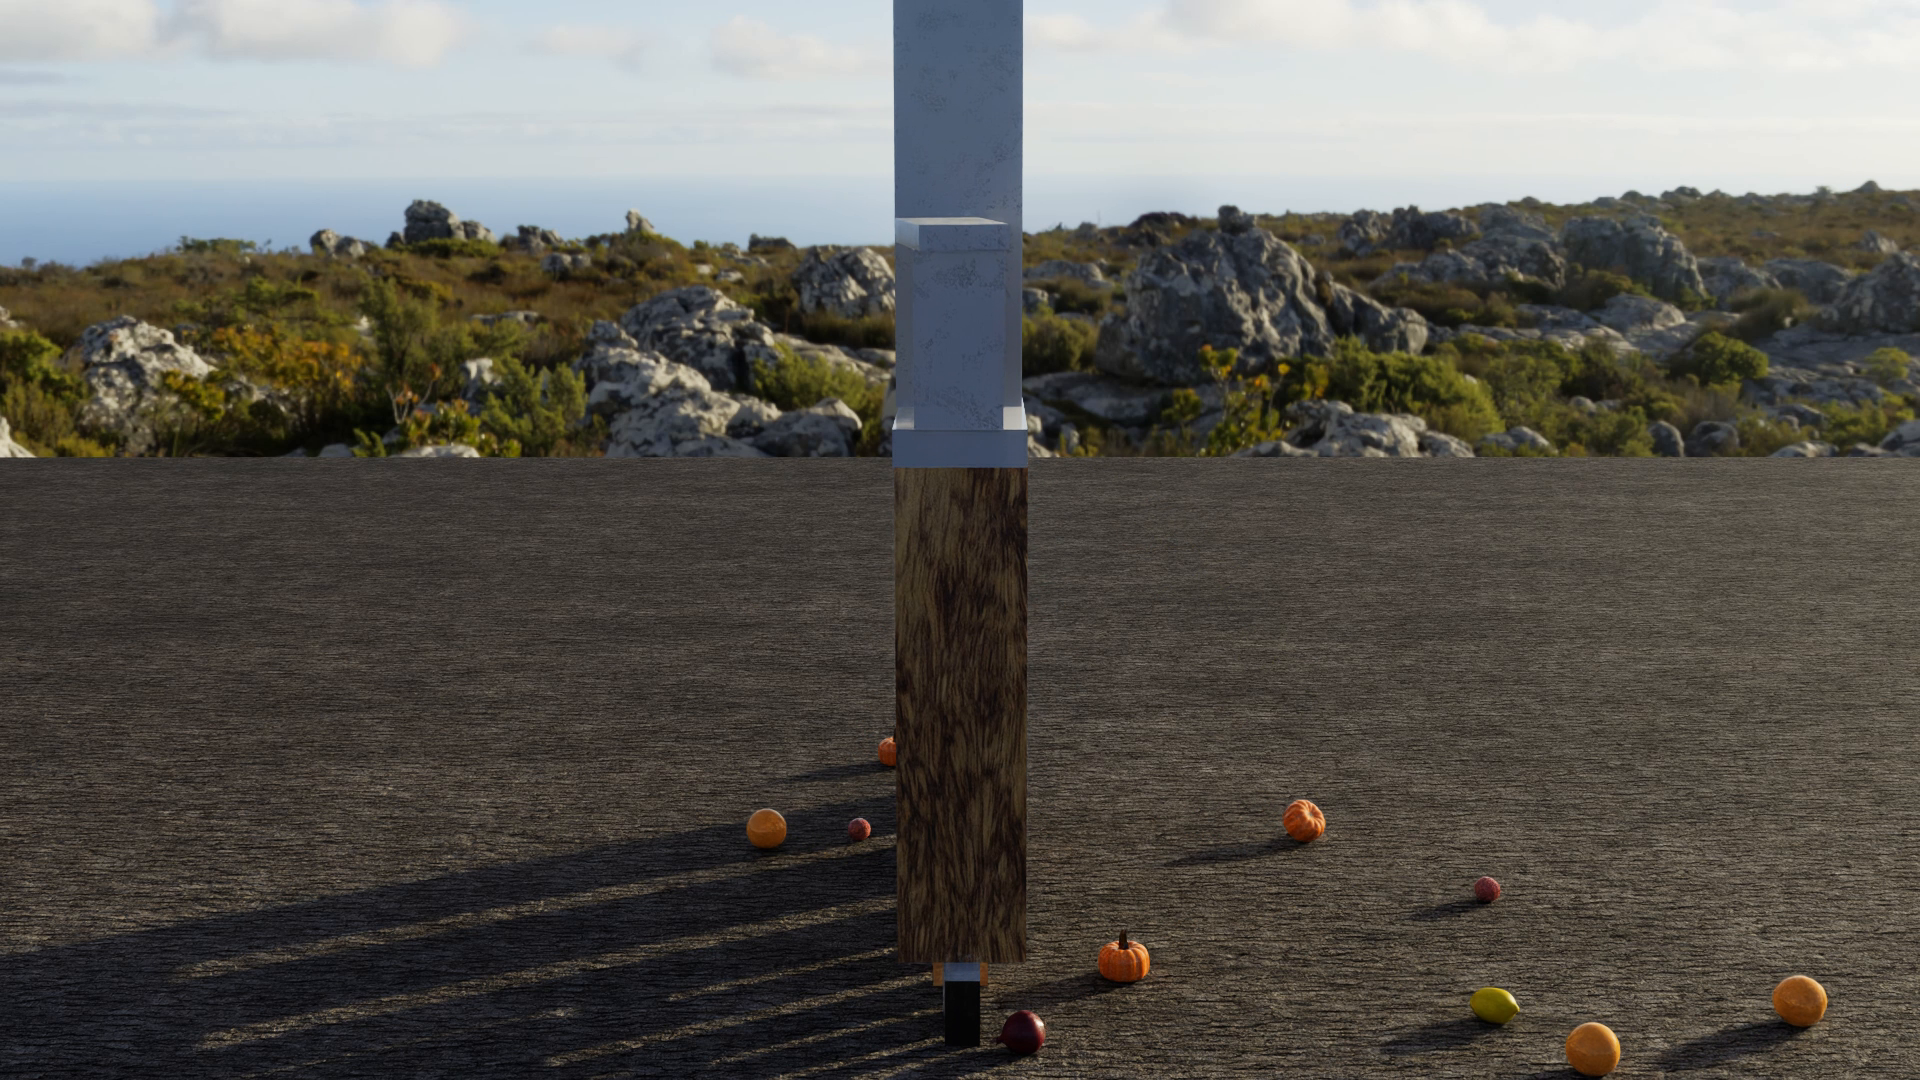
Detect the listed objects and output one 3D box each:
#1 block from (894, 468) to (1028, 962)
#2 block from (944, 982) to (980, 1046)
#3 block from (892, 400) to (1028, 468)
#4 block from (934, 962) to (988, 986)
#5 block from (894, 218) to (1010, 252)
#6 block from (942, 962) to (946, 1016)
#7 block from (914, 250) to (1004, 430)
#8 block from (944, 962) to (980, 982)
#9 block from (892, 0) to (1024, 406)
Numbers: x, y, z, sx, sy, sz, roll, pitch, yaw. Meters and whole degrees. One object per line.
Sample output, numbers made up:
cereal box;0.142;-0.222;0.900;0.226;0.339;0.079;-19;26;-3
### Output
block;0.002;0.239;3.030;0.179;0.701;0.051;0;10;0
block;0.003;0.654;3.057;0.049;0.097;0.014;0;11;0
block;0.001;-0.154;3.084;0.179;0.051;0.358;0;10;1
block;0.000;0.582;3.269;0.081;0.162;0.023;0;11;-1
block;-0.013;-0.410;2.942;0.118;0.033;0.236;-2;11;-9
block;0.000;0.634;3.162;0.049;0.099;0.014;0;11;0
block;-0.002;-0.264;2.891;0.118;0.236;0.033;0;10;1
block;0.004;0.593;3.079;0.049;0.014;0.097;0;10;0
block;-0.002;-0.497;3.112;0.180;0.614;0.051;0;11;0
